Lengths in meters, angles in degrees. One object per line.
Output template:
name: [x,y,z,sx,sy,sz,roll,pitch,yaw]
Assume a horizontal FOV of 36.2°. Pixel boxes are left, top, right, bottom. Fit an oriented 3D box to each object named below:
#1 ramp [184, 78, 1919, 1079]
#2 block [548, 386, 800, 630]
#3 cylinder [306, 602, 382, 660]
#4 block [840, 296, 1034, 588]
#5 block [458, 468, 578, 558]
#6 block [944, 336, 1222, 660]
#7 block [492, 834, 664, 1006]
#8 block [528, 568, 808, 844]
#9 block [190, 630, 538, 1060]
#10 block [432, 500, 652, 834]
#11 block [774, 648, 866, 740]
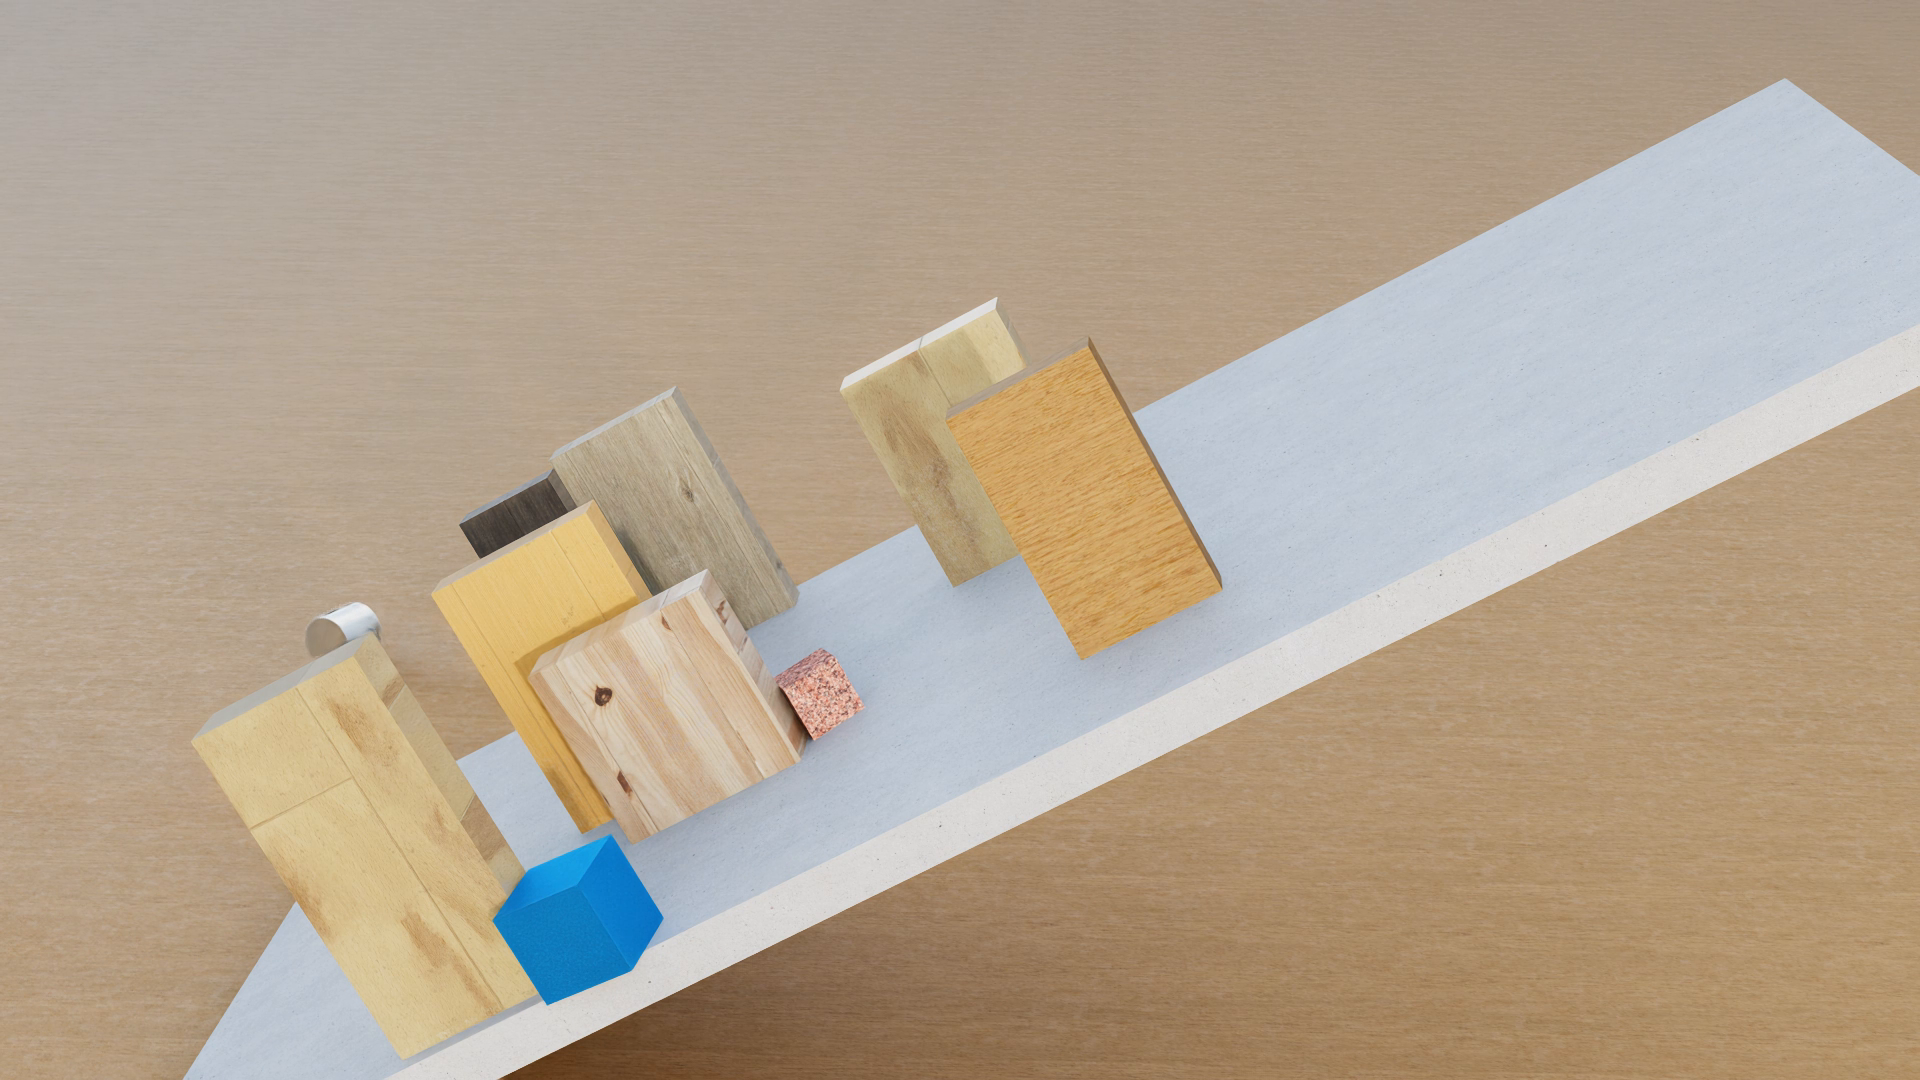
ramp: [0.141,0.167,6.282,4.000,0.100,2.000,-27,14,11]
block: [-0.694,-0.030,7.185,0.346,0.601,0.094,-27,14,11]
cylinder: [-1.874,0.290,8.945,0.160,0.160,0.160,9,20,26]
block: [0.034,-0.215,6.547,0.390,0.518,0.114,-27,14,11]
block: [-0.910,0.157,6.937,0.243,0.615,0.081,-27,14,11]
block: [0.239,-0.077,5.614,0.305,0.543,0.087,-27,14,11]
block: [-0.712,0.709,5.498,0.195,0.195,0.195,-24,15,21]
block: [-0.599,0.346,6.073,0.407,0.418,0.136,-27,14,11]
block: [-1.082,0.581,5.558,0.361,0.739,0.140,-27,14,11]
block: [-0.796,0.275,6.293,0.385,0.620,0.096,-27,14,11]
block: [-0.298,0.321,6.156,0.127,0.127,0.127,-32,14,-10]
